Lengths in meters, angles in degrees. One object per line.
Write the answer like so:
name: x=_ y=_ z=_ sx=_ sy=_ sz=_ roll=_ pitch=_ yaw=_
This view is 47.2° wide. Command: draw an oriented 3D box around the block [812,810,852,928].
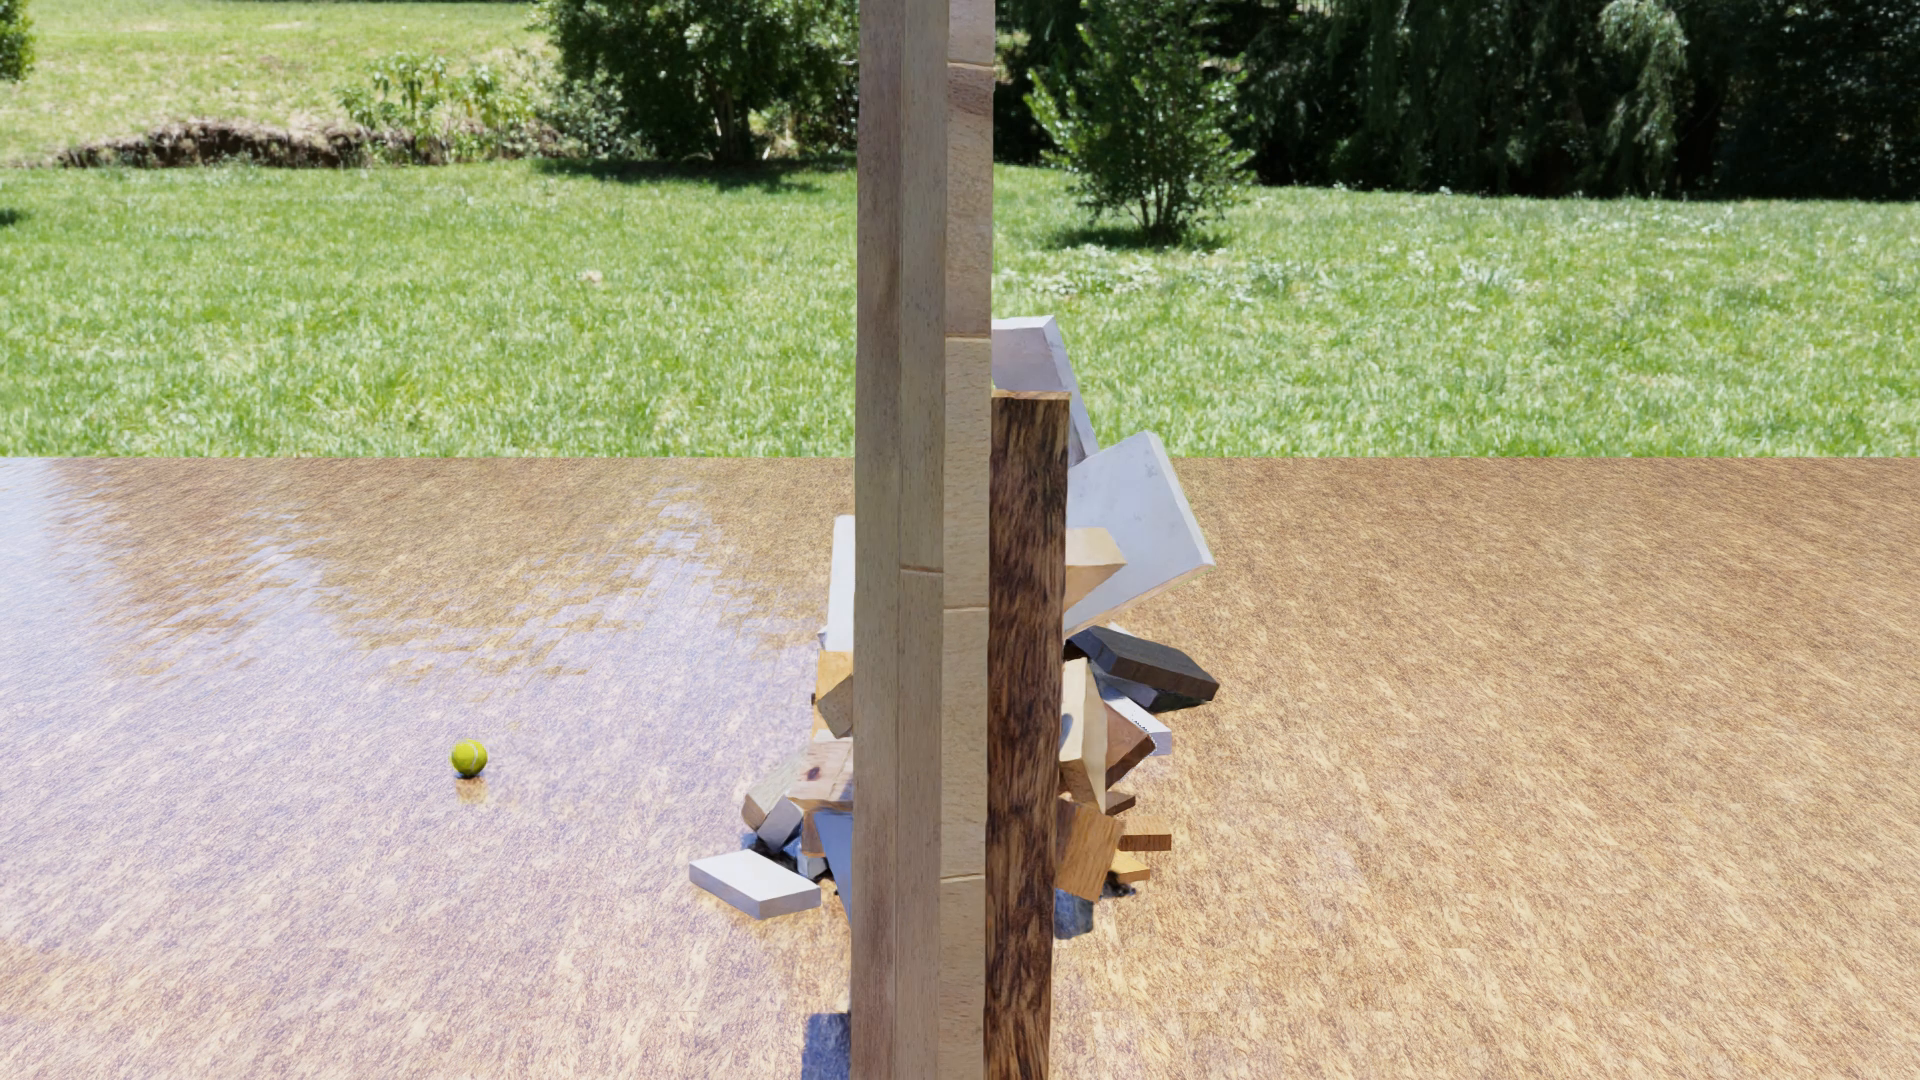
block: x=-0.101 y=0.402 z=2.652 sx=0.097 sy=0.193 sz=0.027 roll=-26 pitch=-23 yaw=10

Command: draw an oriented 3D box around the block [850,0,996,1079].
block: x=-0.040 y=0.126 z=2.114 sx=0.049 sy=1.467 sz=0.175 roll=-1 pitch=3 yaw=-30

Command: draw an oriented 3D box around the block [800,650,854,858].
block: x=-0.121 y=0.269 z=2.760 sx=0.129 sy=0.258 sz=0.037 roll=0 pitch=-18 yaw=14

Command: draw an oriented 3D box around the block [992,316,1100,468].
block: x=0.114 y=-0.205 z=3.145 sx=0.118 sy=0.236 sz=0.033 roll=1 pitch=33 yaw=38

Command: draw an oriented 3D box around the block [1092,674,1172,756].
block: x=0.284 y=0.374 z=4.696 sx=0.176 sy=0.050 sz=0.495 roll=-3 pitch=11 yaw=-14

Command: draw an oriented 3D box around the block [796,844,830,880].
block: x=-0.237 y=0.532 z=3.758 sx=0.017 sy=0.059 sz=0.199 roll=-5 pitch=3 yaw=15

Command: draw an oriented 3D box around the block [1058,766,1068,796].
block: x=0.111 y=0.306 z=3.588 sx=0.035 sy=0.125 sz=0.250 roll=-27 pitch=26 yaw=-8

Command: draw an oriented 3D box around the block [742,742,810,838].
block: x=-0.234 y=0.379 z=3.941 sx=0.360 sy=0.051 sz=0.180 roll=-39 pitch=-10 yaw=-20

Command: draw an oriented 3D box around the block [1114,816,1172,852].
block: x=0.263 y=0.526 z=3.932 sx=0.216 sy=0.031 sz=0.108 roll=-1 pitch=11 yaw=-3

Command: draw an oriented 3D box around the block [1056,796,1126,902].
block: x=0.083 y=0.337 z=2.531 sx=0.194 sy=0.097 sz=0.027 roll=20 pitch=-3 yaw=7

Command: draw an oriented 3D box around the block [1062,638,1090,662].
block: x=0.186 y=0.230 z=5.359 sx=0.353 sy=0.050 sz=0.176 roll=10 pitch=13 yaw=16

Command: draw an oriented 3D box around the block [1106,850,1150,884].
block: x=0.265 y=0.559 z=3.783 sx=0.066 sy=0.019 sz=0.132 roll=-5 pitch=12 yaw=-26

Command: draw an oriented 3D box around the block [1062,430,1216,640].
block: x=0.111 y=0.026 z=2.637 sx=0.349 sy=0.175 sz=0.049 roll=-27 pitch=-14 yaw=18

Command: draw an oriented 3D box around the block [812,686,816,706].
block: x=-0.271 y=0.335 z=4.964 sx=0.102 sy=0.029 sz=0.203 roll=1 pitch=11 yaw=4

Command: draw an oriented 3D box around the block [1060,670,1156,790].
block: x=0.194 y=0.311 z=3.720 sx=0.118 sy=0.033 sz=0.306 roll=-40 pitch=37 yaw=-11

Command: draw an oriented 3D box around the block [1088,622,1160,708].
block: x=0.384 y=0.281 z=4.992 sx=0.160 sy=0.045 sz=0.320 roll=34 pitch=14 yaw=2

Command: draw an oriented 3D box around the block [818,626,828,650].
block: x=-0.163 y=0.237 z=4.718 sx=0.269 sy=0.135 sz=0.038 roll=-9 pitch=17 yaw=26

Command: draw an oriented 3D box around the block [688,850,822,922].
block: x=-0.344 y=0.573 z=3.667 sx=0.118 sy=0.033 sz=0.236 roll=-7 pitch=13 yaw=-34

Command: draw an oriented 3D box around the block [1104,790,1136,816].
block: x=0.266 y=0.498 z=4.114 sx=0.066 sy=0.019 sz=0.132 roll=7 pitch=13 yaw=35

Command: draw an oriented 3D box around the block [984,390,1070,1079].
block: x=0.019 y=0.266 z=2.302 sx=0.167 sy=0.848 sz=0.047 roll=2 pitch=13 yaw=4

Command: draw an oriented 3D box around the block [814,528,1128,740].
block: x=0.012 y=0.107 z=2.523 sx=0.349 sy=0.049 sz=0.175 roll=-39 pitch=-19 yaw=26

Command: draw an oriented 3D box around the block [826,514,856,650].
block: x=-0.108 y=0.132 z=2.889 sx=0.129 sy=0.375 sz=0.037 roll=-5 pitch=-32 yaw=12

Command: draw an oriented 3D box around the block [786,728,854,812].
block: x=-0.119 y=0.277 z=2.638 sx=0.194 sy=0.097 sz=0.027 roll=-4 pitch=-36 yaw=47

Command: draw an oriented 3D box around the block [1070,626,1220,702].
block: x=0.410 y=0.269 z=4.859 sx=0.320 sy=0.045 sz=0.160 roll=17 pitch=17 yaw=-38

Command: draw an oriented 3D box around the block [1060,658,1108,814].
block: x=0.200 y=0.320 z=3.537 sx=0.037 sy=0.129 sz=0.258 roll=-13 pitch=32 yaw=13

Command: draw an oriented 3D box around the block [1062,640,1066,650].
block: x=0.099 y=0.141 z=3.369 sx=0.125 sy=0.250 sz=0.035 roll=20 pitch=-32 yaw=-1

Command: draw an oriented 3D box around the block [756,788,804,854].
block: x=-0.192 y=0.403 z=3.898 sx=0.360 sy=0.051 sz=0.180 roll=-36 pitch=-11 yaw=-34
